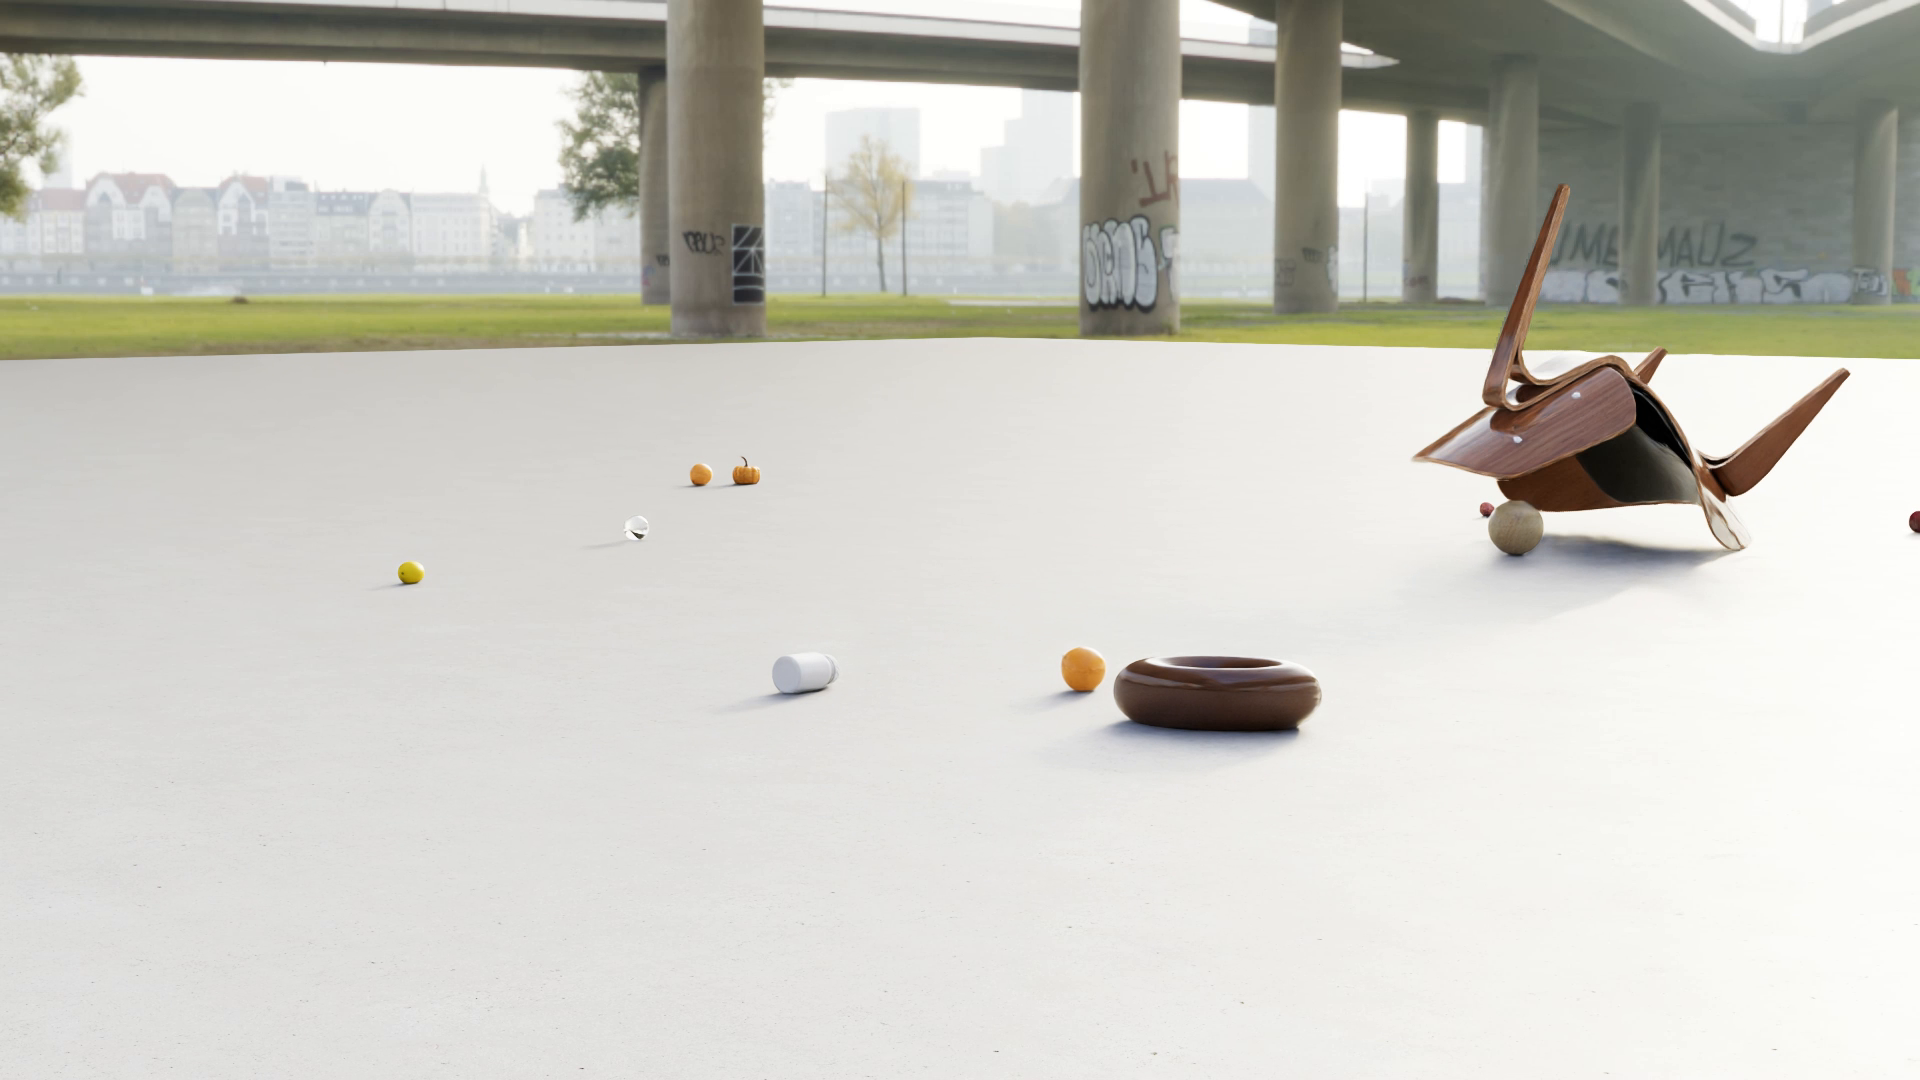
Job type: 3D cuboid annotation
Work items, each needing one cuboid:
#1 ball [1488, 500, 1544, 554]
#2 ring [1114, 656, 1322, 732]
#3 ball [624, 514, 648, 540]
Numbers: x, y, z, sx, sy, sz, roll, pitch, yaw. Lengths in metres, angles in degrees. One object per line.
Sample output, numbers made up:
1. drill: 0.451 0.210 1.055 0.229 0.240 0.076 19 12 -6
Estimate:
1. ball: 1.315 -0.030 6.067 0.131 0.131 0.131 0 6 0
2. ring: 0.378 0.225 3.778 0.311 0.094 0.166 1 8 15
3. ball: -0.808 -0.030 6.397 0.064 0.064 0.064 0 6 0
